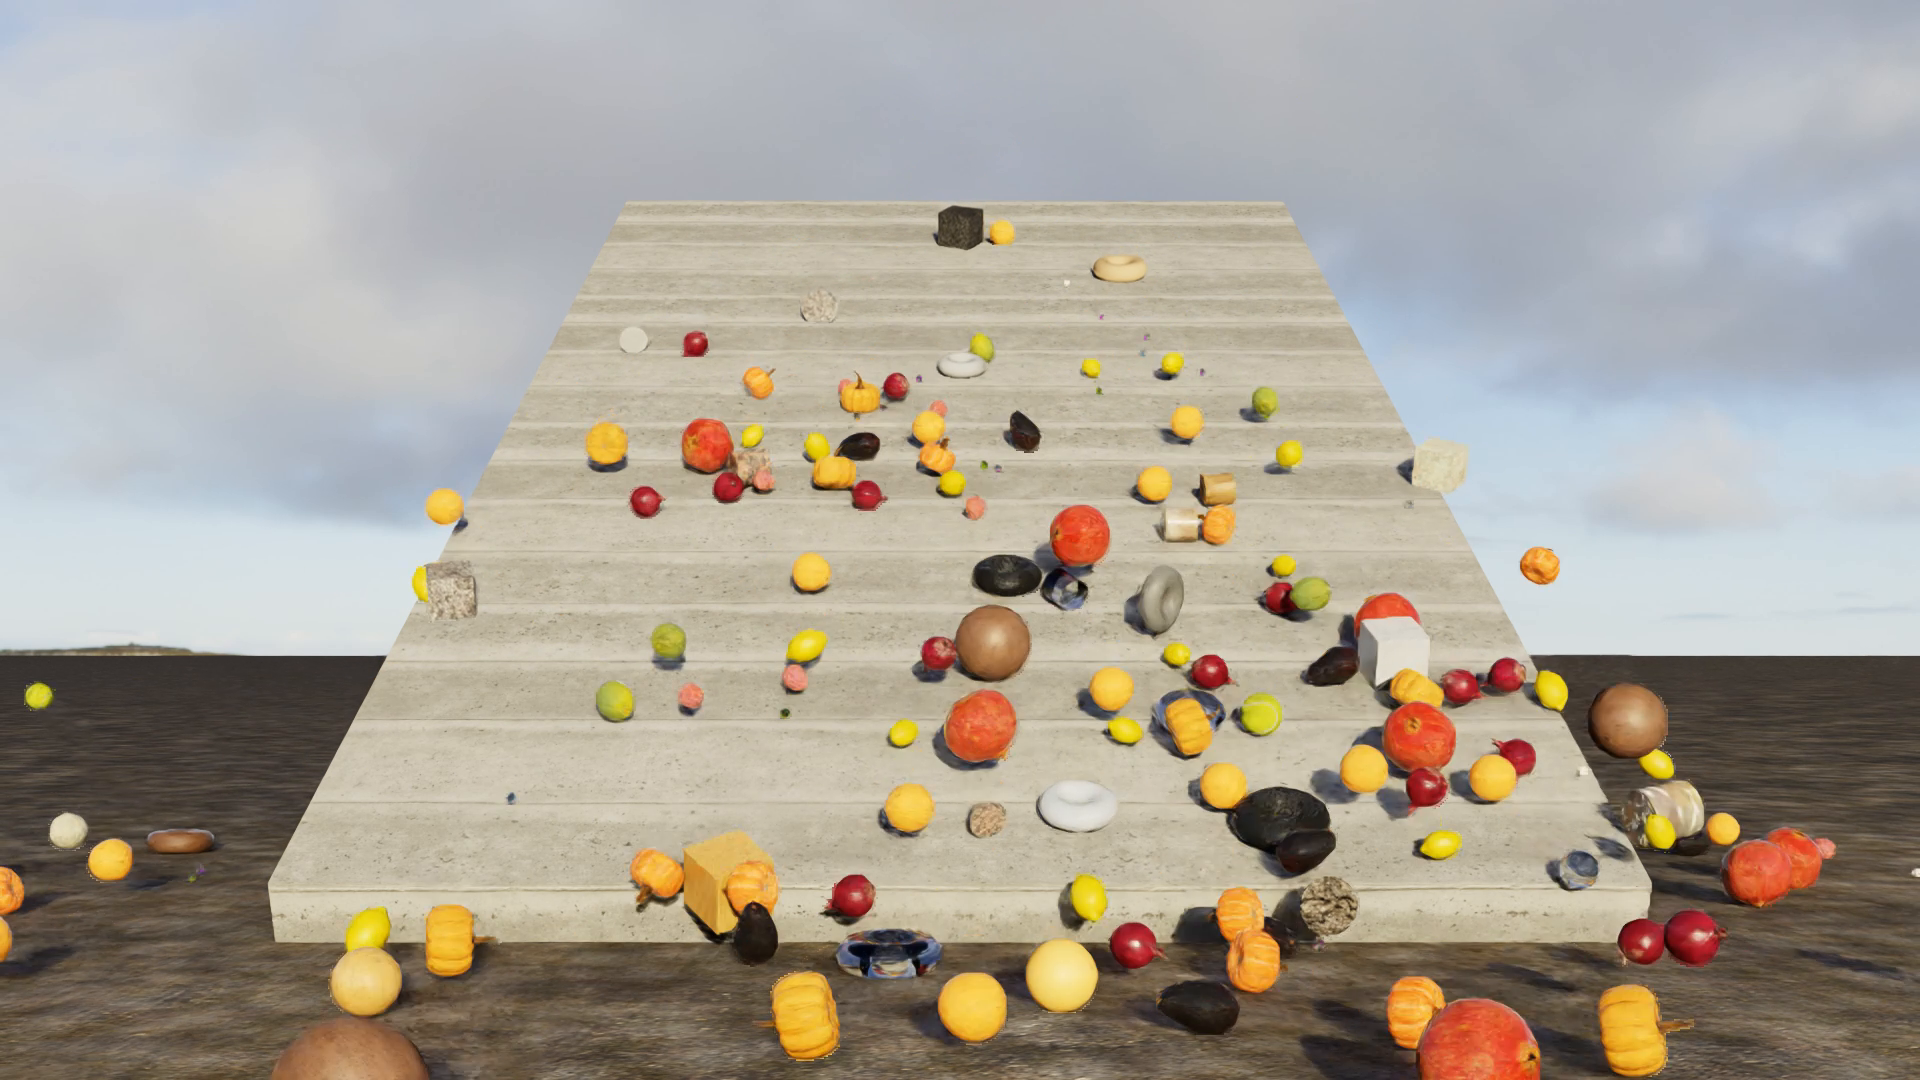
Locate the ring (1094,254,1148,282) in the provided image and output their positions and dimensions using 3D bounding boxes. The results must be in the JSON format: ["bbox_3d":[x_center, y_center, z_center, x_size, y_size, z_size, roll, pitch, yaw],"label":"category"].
[{"bbox_3d":[0.435,-0.737,6.243,0.149,0.050,0.149,-1,24,0],"label":"ring"}]

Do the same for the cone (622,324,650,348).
[{"bbox_3d":[-0.799,-0.485,5.653,0.067,0.067,0.067,1,-26,-17],"label":"cone"}]

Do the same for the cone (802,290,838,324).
[{"bbox_3d":[-0.355,-0.587,5.888,0.092,0.092,0.092,0,-5,0],"label":"cone"}]

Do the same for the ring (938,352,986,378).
[{"bbox_3d":[0.006,-0.416,5.481,0.115,0.038,0.115,1,23,-1],"label":"ring"}]

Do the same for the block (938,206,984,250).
[{"bbox_3d":[0.002,-0.887,6.541,0.097,0.097,0.097,10,25,23],"label":"block"}]

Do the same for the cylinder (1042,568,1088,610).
[{"bbox_3d":[0.192,0.091,4.226,0.060,0.060,0.060,2,19,-35],"label":"cylinder"}]

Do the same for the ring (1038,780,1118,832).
[{"bbox_3d":[0.180,0.403,3.499,0.122,0.041,0.122,1,22,0],"label":"ring"}]

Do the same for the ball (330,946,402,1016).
[{"bbox_3d":[-0.693,0.515,2.688,0.081,0.081,0.081,0,-3,0],"label":"ball"}]

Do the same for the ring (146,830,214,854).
[{"bbox_3d":[-1.647,0.637,4.868,0.137,0.046,0.137,0,-4,0],"label":"ring"}]

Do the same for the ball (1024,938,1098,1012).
[{"bbox_3d":[0.120,0.515,2.722,0.086,0.086,0.086,0,-3,0],"label":"ball"}]

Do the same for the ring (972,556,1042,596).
[{"bbox_3d":[0.088,0.066,4.311,0.131,0.044,0.131,1,23,0],"label":"ring"}]

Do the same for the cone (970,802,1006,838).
[{"bbox_3d":[0.030,0.409,3.465,0.058,0.058,0.058,1,17,-26],"label":"cone"}]

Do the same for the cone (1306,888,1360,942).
[{"bbox_3d":[0.510,0.511,3.254,0.083,0.083,0.083,1,18,-18],"label":"cone"}]

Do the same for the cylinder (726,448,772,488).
[{"bbox_3d":[-0.438,-0.151,4.791,0.073,0.073,0.073,-10,1,-23],"label":"cylinder"}]

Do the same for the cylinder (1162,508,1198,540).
[{"bbox_3d":[0.432,-0.031,4.516,0.065,0.065,0.065,0,-3,-1],"label":"cylinder"}]

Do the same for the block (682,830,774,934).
[{"bbox_3d":[-0.326,0.481,3.245,0.092,0.092,0.092,-15,30,-31],"label":"block"}]

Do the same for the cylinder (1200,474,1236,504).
[{"bbox_3d":[0.524,-0.104,4.695,0.062,0.062,0.062,-3,-2,-5],"label":"cylinder"}]

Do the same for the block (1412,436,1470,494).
[{"bbox_3d":[1.000,-0.156,4.797,0.084,0.084,0.084,16,26,31],"label":"block"}]

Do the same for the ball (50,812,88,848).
[{"bbox_3d":[-1.879,0.613,4.856,0.076,0.076,0.076,0,-3,0],"label":"ball"}]

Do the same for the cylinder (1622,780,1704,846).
[{"bbox_3d":[1.046,0.406,3.427,0.084,0.084,0.084,-9,1,-20],"label":"cylinder"}]

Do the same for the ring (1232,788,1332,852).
[{"bbox_3d":[0.482,0.419,3.452,0.147,0.049,0.147,-1,24,0],"label":"ring"}]

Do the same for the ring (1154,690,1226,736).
[{"bbox_3d":[0.378,0.284,3.791,0.118,0.039,0.118,1,24,0],"label":"ring"}]

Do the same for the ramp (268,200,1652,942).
[{"bbox_3d":[-0.007,-0.223,5.195,2.000,0.100,4.000,0,22,0],"label":"ramp"}]

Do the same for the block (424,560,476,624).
[{"bbox_3d":[-0.926,0.093,4.188,0.082,0.082,0.082,-5,23,-13],"label":"block"}]

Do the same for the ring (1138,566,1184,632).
[{"bbox_3d":[0.358,0.105,4.097,0.041,0.122,0.122,13,5,32],"label":"ring"}]

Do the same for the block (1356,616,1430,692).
[{"bbox_3d":[0.741,0.194,3.941,0.092,0.092,0.092,-4,23,-10],"label":"block"}]

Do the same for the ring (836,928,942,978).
[{"bbox_3d":[-0.093,0.549,3.055,0.141,0.047,0.141,-1,3,0],"label":"ring"}]

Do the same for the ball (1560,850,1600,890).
[{"bbox_3d":[0.890,0.474,3.311,0.056,0.056,0.056,0,-3,0],"label":"ball"}]
